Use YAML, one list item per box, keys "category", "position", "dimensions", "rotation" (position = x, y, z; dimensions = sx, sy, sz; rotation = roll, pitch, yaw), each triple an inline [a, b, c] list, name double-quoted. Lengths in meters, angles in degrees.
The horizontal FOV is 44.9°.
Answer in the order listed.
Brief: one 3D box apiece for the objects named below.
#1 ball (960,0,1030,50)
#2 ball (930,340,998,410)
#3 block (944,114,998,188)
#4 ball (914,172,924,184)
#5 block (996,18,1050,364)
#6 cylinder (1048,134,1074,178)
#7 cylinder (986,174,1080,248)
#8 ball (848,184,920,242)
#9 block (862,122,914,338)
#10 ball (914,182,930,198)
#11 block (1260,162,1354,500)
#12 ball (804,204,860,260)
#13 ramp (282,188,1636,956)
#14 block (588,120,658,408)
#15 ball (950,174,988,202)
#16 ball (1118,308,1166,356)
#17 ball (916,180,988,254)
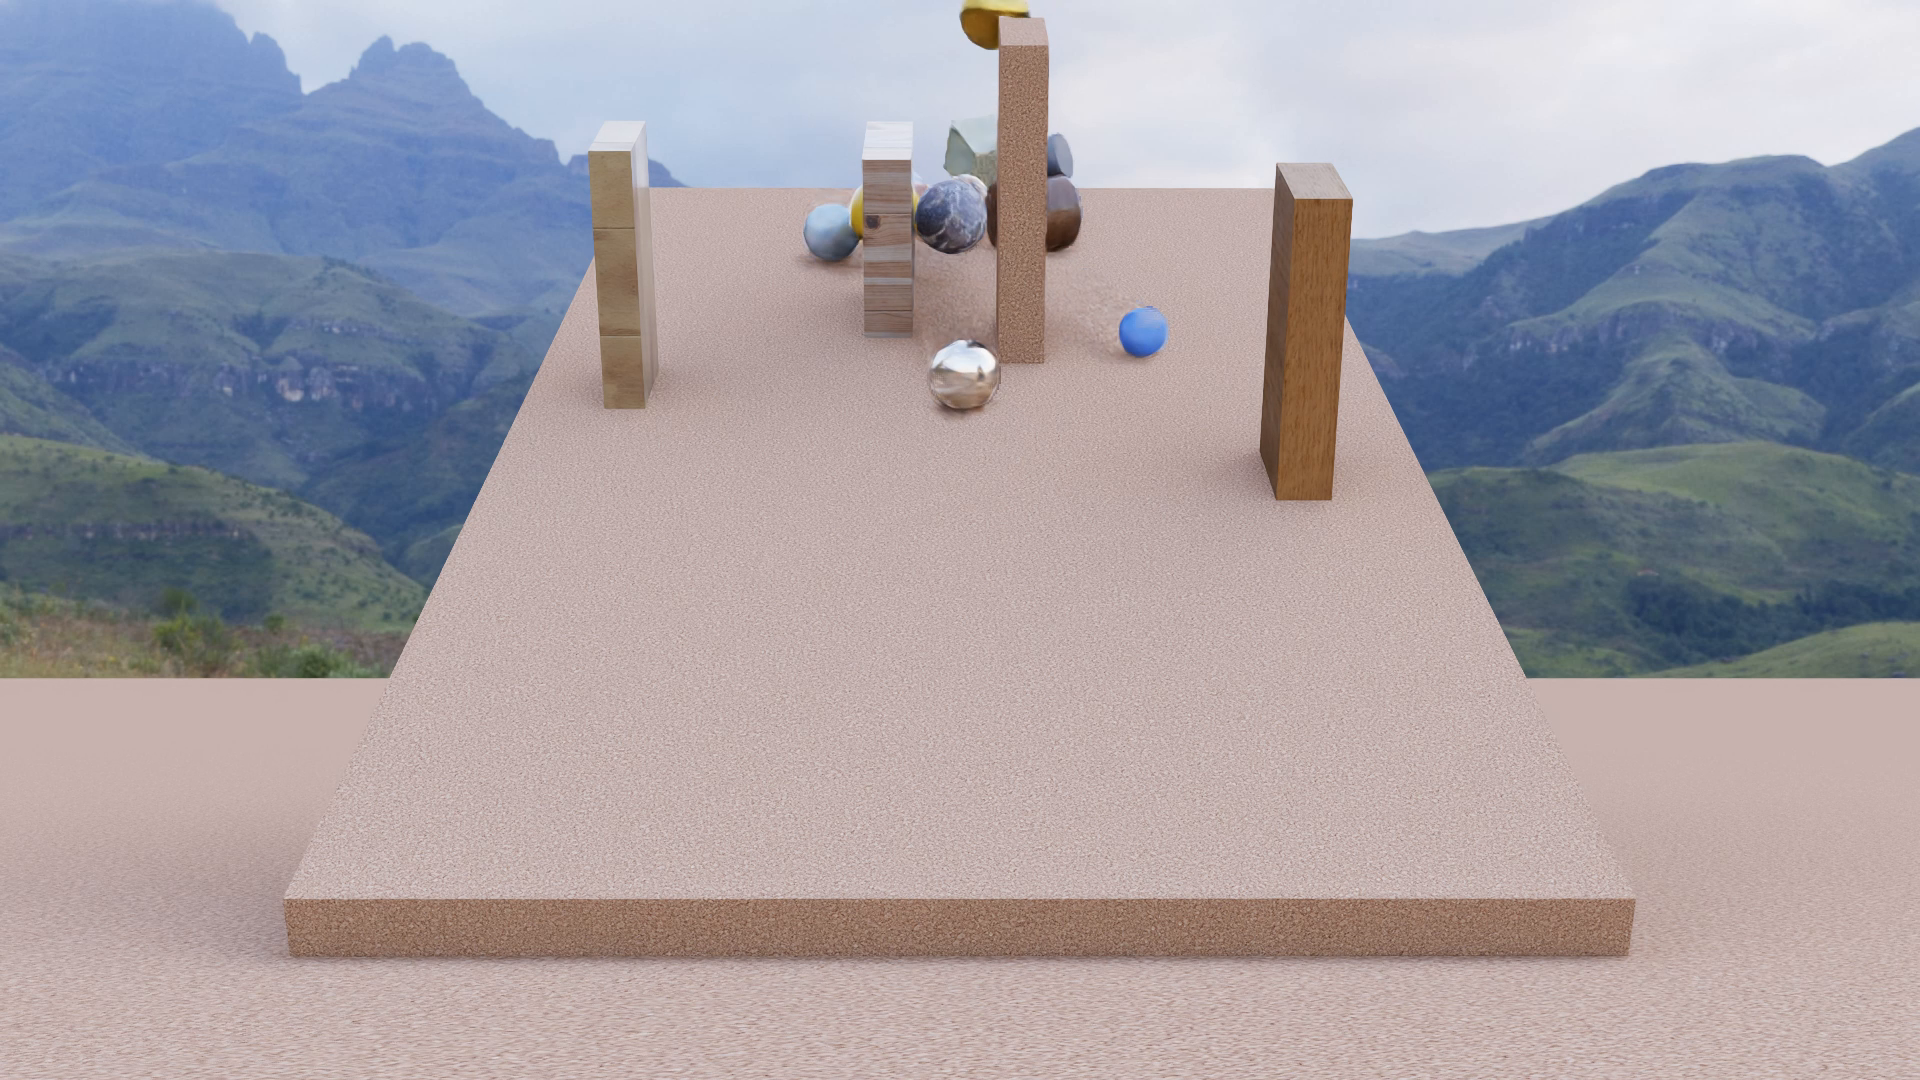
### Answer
- category: "ball"
  position: [0.101, -1.519, 6.708]
  dimensions: [0.205, 0.205, 0.205]
  rotation: [0, -3, 0]
- category: "ball"
  position: [0.009, -0.378, 5.303]
  dimensions: [0.159, 0.159, 0.159]
  rotation: [0, -3, 0]
- category: "block"
  position: [0.072, -1.157, 6.996]
  dimensions: [0.168, 0.168, 0.168]
  rotation: [-14, -41, -23]
- category: "ball"
  position: [-0.181, -0.991, 6.683]
  dimensions: [0.173, 0.173, 0.173]
  rotation: [0, -3, 0]
- category: "block"
  position: [0.148, -0.844, 5.608]
  dimensions: [0.109, 0.768, 0.328]
  rotation: [0, 24, 0]
- category: "cylinder"
  position: [0.235, -1.073, 6.583]
  dimensions: [0.130, 0.130, 0.130]
  rotation: [-13, -8, 25]
- category: "cylinder"
  position: [0.201, -0.906, 6.458]
  dimensions: [0.198, 0.198, 0.198]
  rotation: [-11, 2, -24]
- category: "ball"
  position: [-0.200, -0.879, 6.238]
  dimensions: [0.199, 0.199, 0.199]
  rotation: [0, -3, 0]
- category: "block"
  position: [-0.179, -0.789, 5.872]
  dimensions: [0.119, 0.453, 0.388]
  rotation: [0, 24, 0]
- category: "ball"
  position: [-0.114, -0.934, 6.524]
  dimensions: [0.138, 0.138, 0.138]
  rotation: [0, -3, 0]
- category: "block"
  position: [0.716, -0.434, 4.830]
  dimensions: [0.115, 0.644, 0.282]
  rotation: [0, 24, 0]
- category: "ball"
  position: [-0.351, -0.845, 6.371]
  dimensions: [0.155, 0.155, 0.155]
  rotation: [0, -3, 0]
- category: "ramp"
  position: [-0.008, -0.227, 5.282]
  dimensions: [2.000, 0.100, 4.000]
  rotation: [0, 24, 0]
- category: "block"
  position: [-0.768, -0.631, 5.325]
  dimensions: [0.093, 0.601, 0.277]
  rotation: [0, 24, 0]
- category: "ball"
  position: [0.014, -0.980, 6.691]
  dimensions: [0.147, 0.147, 0.147]
  rotation: [0, -3, 0]
- category: "ball"
  position: [0.444, -0.506, 5.648]
  dimensions: [0.117, 0.117, 0.117]
  rotation: [0, -3, 0]
- category: "ball"
  position: [-0.022, -0.848, 6.098]
  dimensions: [0.191, 0.191, 0.191]
  rotation: [0, -3, 0]
